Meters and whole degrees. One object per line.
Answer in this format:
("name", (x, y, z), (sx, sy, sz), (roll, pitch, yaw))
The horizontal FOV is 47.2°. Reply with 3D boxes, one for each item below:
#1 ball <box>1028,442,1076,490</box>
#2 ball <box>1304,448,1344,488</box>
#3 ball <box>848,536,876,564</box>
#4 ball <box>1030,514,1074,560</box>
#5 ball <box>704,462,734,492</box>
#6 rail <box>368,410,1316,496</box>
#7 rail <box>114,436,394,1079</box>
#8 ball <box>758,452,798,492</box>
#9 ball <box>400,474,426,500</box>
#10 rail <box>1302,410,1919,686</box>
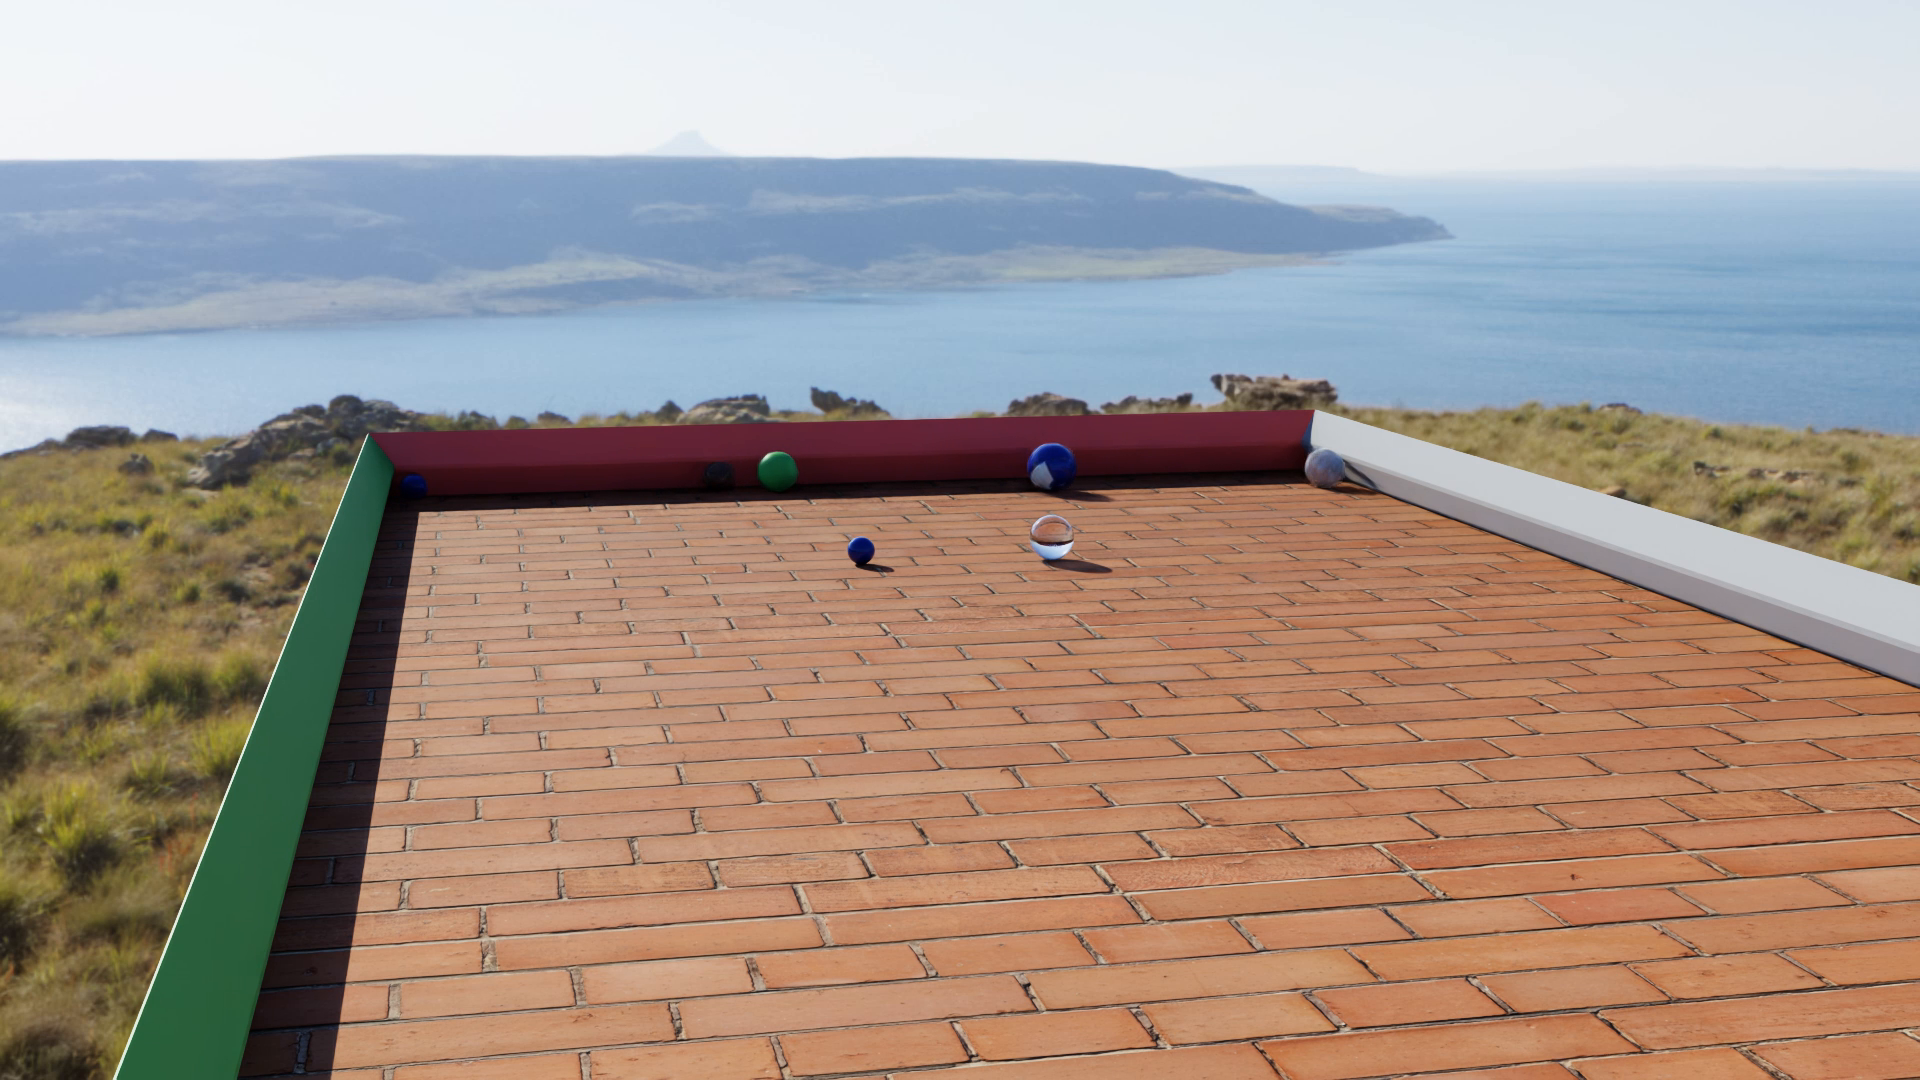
("ball", (0.163, -0.131, 3.935), (0.086, 0.086, 0.086), (0, 10, 0))
("ball", (0.659, -0.131, 3.981), (0.070, 0.070, 0.070), (0, 10, 0))
("ball", (-0.144, 0.015, 3.212), (0.041, 0.041, 0.041), (0, 10, 0))
("ball", (0.135, -0.004, 3.245), (0.067, 0.067, 0.067), (0, 10, 0))
("ball", (-0.432, -0.114, 3.930), (0.054, 0.054, 0.054), (0, 10, 0))
("rail", (-0.172, -0.159, 4.017), (1.760, 0.111, 0.045), (-2, 10, -12))
("rail", (-0.659, 0.142, 2.257), (0.045, 0.111, 3.328), (-2, 10, -12))
("ball", (-0.325, -0.122, 3.922), (0.072, 0.072, 0.072), (0, 10, 0))
("ball", (-0.953, -0.092, 3.828), (0.045, 0.045, 0.045), (0, 10, 0))
("rail", (1.014, 0.080, 2.616), (0.045, 0.111, 3.328), (-2, 10, -12))
